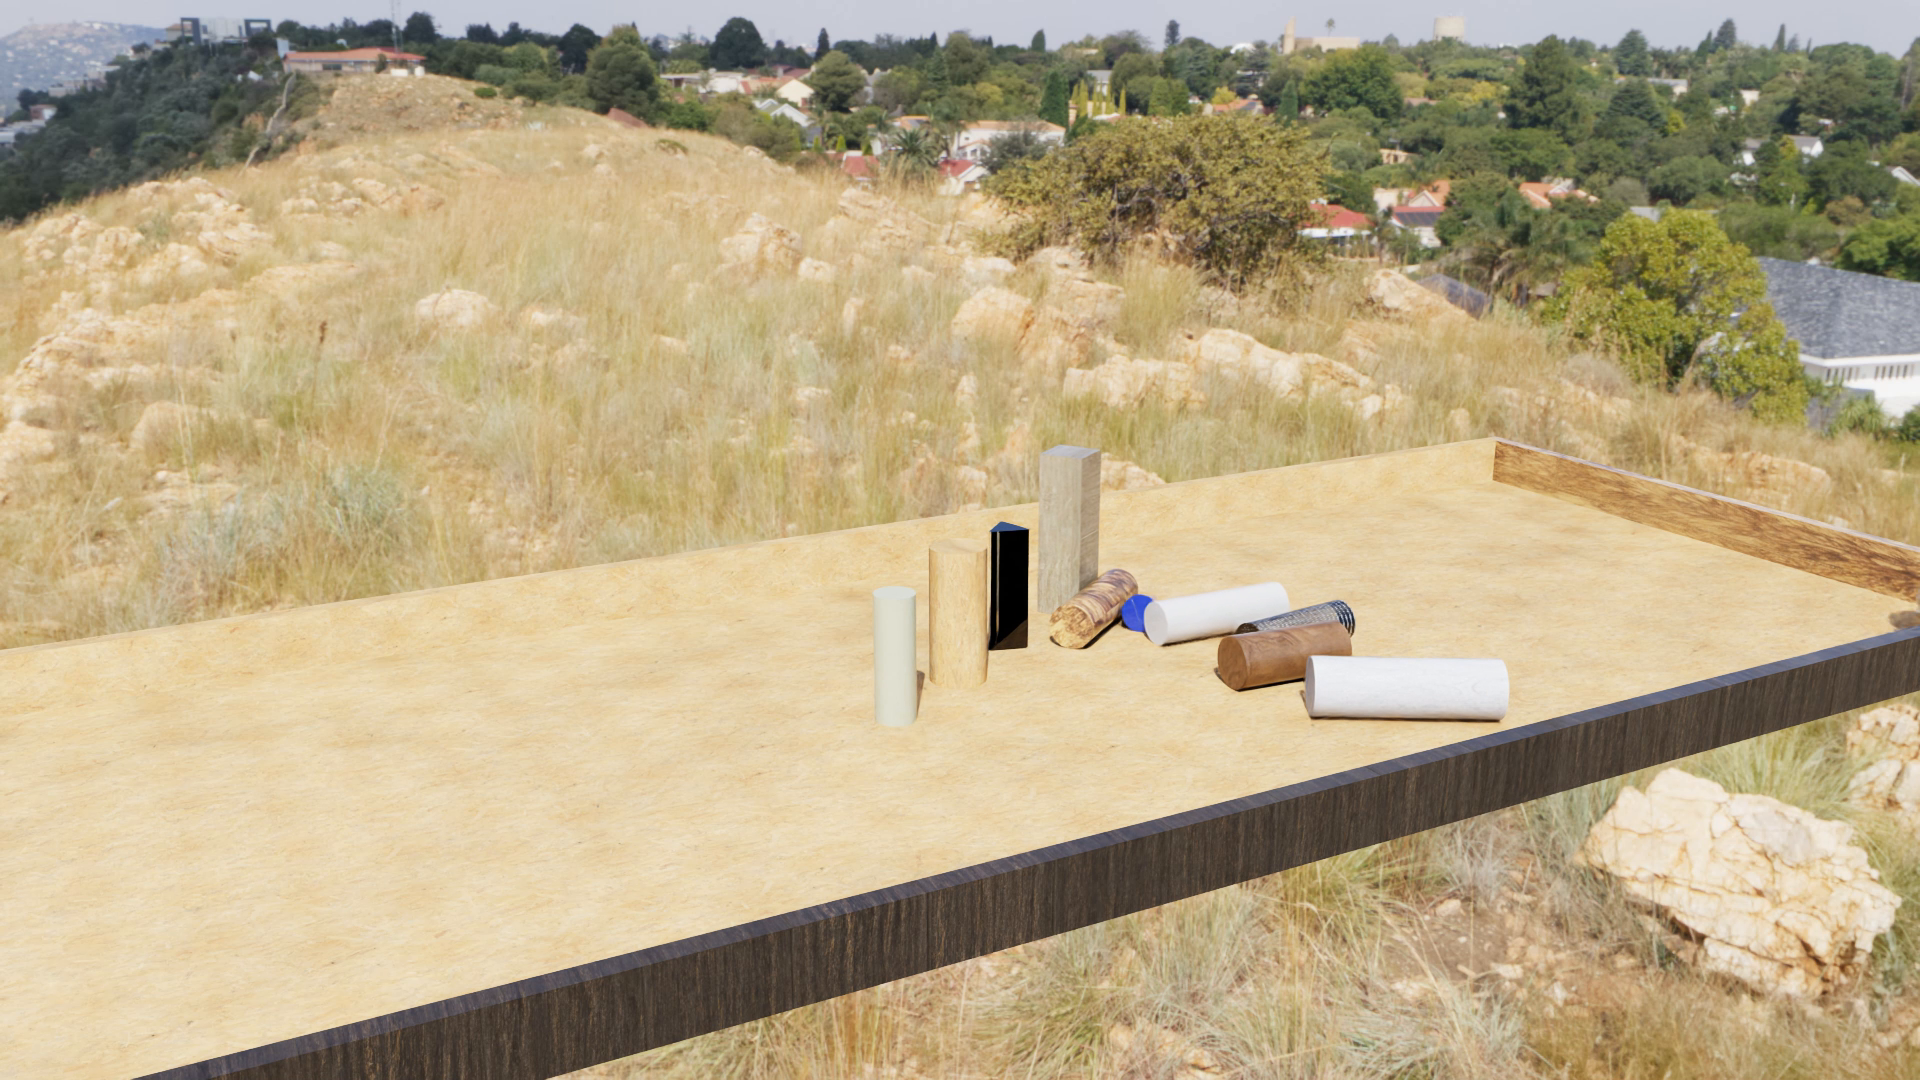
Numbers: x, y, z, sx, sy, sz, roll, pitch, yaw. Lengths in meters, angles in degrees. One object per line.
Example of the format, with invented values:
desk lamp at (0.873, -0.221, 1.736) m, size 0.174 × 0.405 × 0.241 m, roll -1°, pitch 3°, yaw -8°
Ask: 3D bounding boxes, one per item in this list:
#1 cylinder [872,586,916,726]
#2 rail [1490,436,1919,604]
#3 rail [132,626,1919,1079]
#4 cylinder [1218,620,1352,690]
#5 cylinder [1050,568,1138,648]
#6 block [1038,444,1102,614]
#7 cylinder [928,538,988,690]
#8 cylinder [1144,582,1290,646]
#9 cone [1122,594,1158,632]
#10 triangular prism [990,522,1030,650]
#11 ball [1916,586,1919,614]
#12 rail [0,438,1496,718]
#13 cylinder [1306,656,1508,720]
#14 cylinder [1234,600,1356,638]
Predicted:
cylinder at (-0.152, 0.273, 3.869) m, size 0.101 × 0.314 × 0.101 m, roll 0°, pitch 16°, yaw 0°
rail at (2.466, -0.048, 5.253) m, size 0.050 × 0.150 × 2.100 m, roll -9°, pitch 18°, yaw -27°
rail at (-2.336, 1.006, 1.665) m, size 12.000 × 0.150 × 0.050 m, roll -9°, pitch 18°, yaw -27°
cylinder at (0.815, 0.287, 4.140) m, size 0.311 × 0.134 × 0.134 m, roll -7°, pitch 18°, yaw -22°
cylinder at (0.370, 0.184, 4.512) m, size 0.122 × 0.122 × 0.361 m, roll 8°, pitch 18°, yaw 24°
block at (0.305, -0.024, 4.621) m, size 0.128 × 0.459 × 0.128 m, roll 9°, pitch 19°, yaw 28°
cylinder at (-0.005, 0.182, 4.115) m, size 0.145 × 0.349 × 0.145 m, roll 0°, pitch 16°, yaw 0°
cylinder at (0.698, 0.198, 4.474) m, size 0.394 × 0.117 × 0.117 m, roll -8°, pitch 18°, yaw -25°
cone at (0.533, 0.180, 4.651) m, size 0.103 × 0.103 × 0.329 m, roll 4°, pitch 8°, yaw 14°
triangular prism at (0.119, 0.120, 4.366) m, size 0.105 × 0.327 × 0.091 m, roll -3°, pitch 17°, yaw -12°
ball at (2.680, 0.162, 4.390) m, size 0.233 × 0.233 × 0.233 m, roll 0°, pitch 16°, yaw 0°
rail at (-3.305, 0.497, 3.399) m, size 12.000 × 0.150 × 0.050 m, roll -9°, pitch 18°, yaw -27°
cylinder at (1.054, 0.350, 3.908) m, size 0.446 × 0.144 × 0.144 m, roll 1°, pitch 16°, yaw 3°
cylinder at (0.882, 0.242, 4.333) m, size 0.331 × 0.113 × 0.113 m, roll -11°, pitch 20°, yaw -33°
